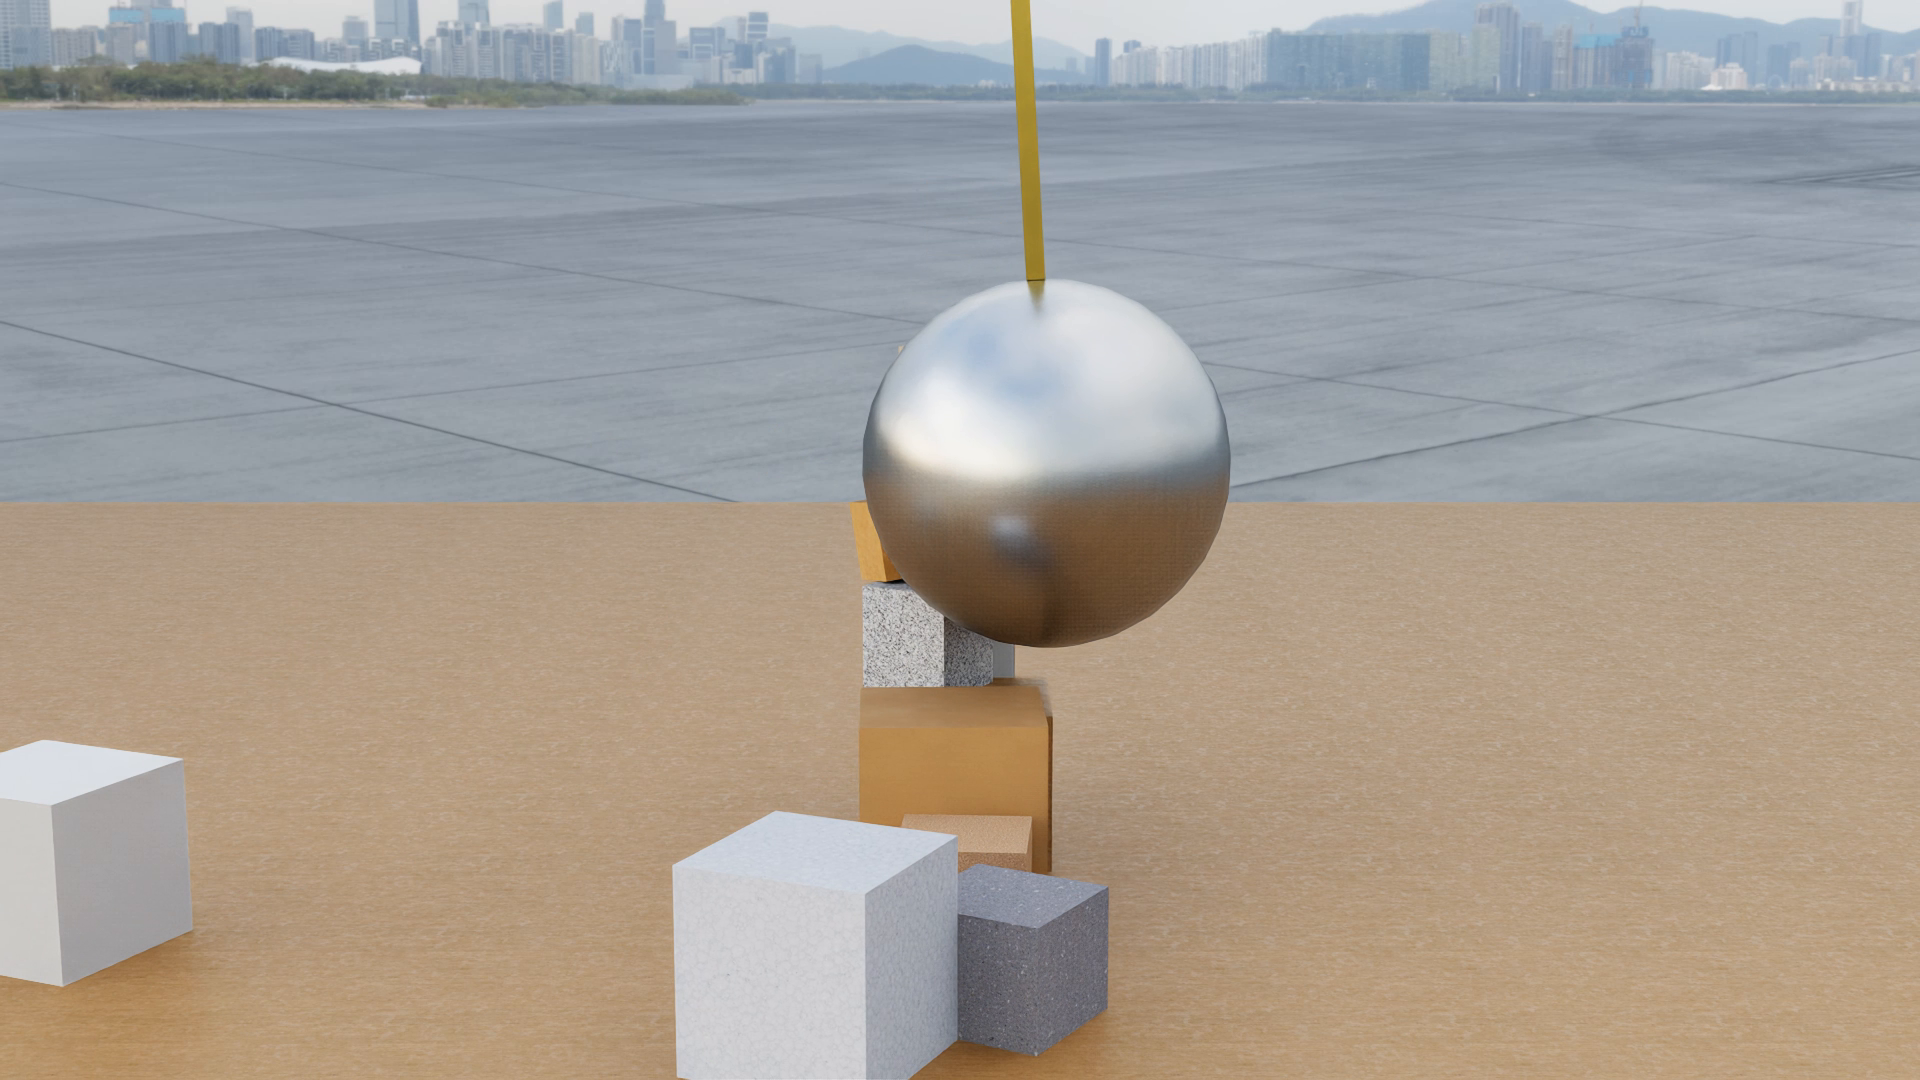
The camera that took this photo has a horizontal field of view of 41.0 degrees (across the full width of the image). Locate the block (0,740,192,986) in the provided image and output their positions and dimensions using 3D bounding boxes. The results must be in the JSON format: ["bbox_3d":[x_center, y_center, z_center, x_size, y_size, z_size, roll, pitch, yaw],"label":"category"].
[{"bbox_3d":[-3.683,1.292,10.414,0.751,0.733,0.746,5,11,24],"label":"block"}]

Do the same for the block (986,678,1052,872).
[{"bbox_3d":[0.012,1.062,11.738,0.794,0.711,0.745,0,10,0],"label":"block"}]

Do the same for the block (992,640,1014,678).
[{"bbox_3d":[-0.008,0.475,12.466,0.544,0.530,0.586,0,4,2],"label":"block"}]

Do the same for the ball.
[{"bbox_3d":[0.374,-0.332,11.120,1.600,1.600,1.600,0,10,0],"label":"ball"}]

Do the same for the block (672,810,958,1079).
[{"bbox_3d":[-0.506,1.488,9.200,0.753,0.781,0.743,5,11,24],"label":"block"}]

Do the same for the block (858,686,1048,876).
[{"bbox_3d":[-0.036,1.127,10.993,0.781,0.850,0.720,0,10,-2],"label":"block"}]

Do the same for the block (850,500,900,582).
[{"bbox_3d":[-0.274,-0.022,11.846,0.333,0.364,0.296,-11,6,-24],"label":"block"}]

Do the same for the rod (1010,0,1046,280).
[{"bbox_3d":[0.162,-3.670,10.513,0.080,5.200,0.080,-4,10,1],"label":"rod"}]

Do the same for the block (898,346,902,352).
[{"bbox_3d":[-0.052,-0.707,12.109,0.406,0.411,0.465,0,4,7],"label":"block"}]

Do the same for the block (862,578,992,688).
[{"bbox_3d":[-0.144,0.435,11.799,0.418,0.500,0.482,5,12,28],"label":"block"}]

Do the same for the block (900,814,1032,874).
[{"bbox_3d":[0.017,1.421,10.394,0.527,0.485,0.510,1,10,4],"label":"block"}]

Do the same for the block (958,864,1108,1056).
[{"bbox_3d":[0.175,1.562,9.620,0.568,0.484,0.563,6,12,30],"label":"block"}]
